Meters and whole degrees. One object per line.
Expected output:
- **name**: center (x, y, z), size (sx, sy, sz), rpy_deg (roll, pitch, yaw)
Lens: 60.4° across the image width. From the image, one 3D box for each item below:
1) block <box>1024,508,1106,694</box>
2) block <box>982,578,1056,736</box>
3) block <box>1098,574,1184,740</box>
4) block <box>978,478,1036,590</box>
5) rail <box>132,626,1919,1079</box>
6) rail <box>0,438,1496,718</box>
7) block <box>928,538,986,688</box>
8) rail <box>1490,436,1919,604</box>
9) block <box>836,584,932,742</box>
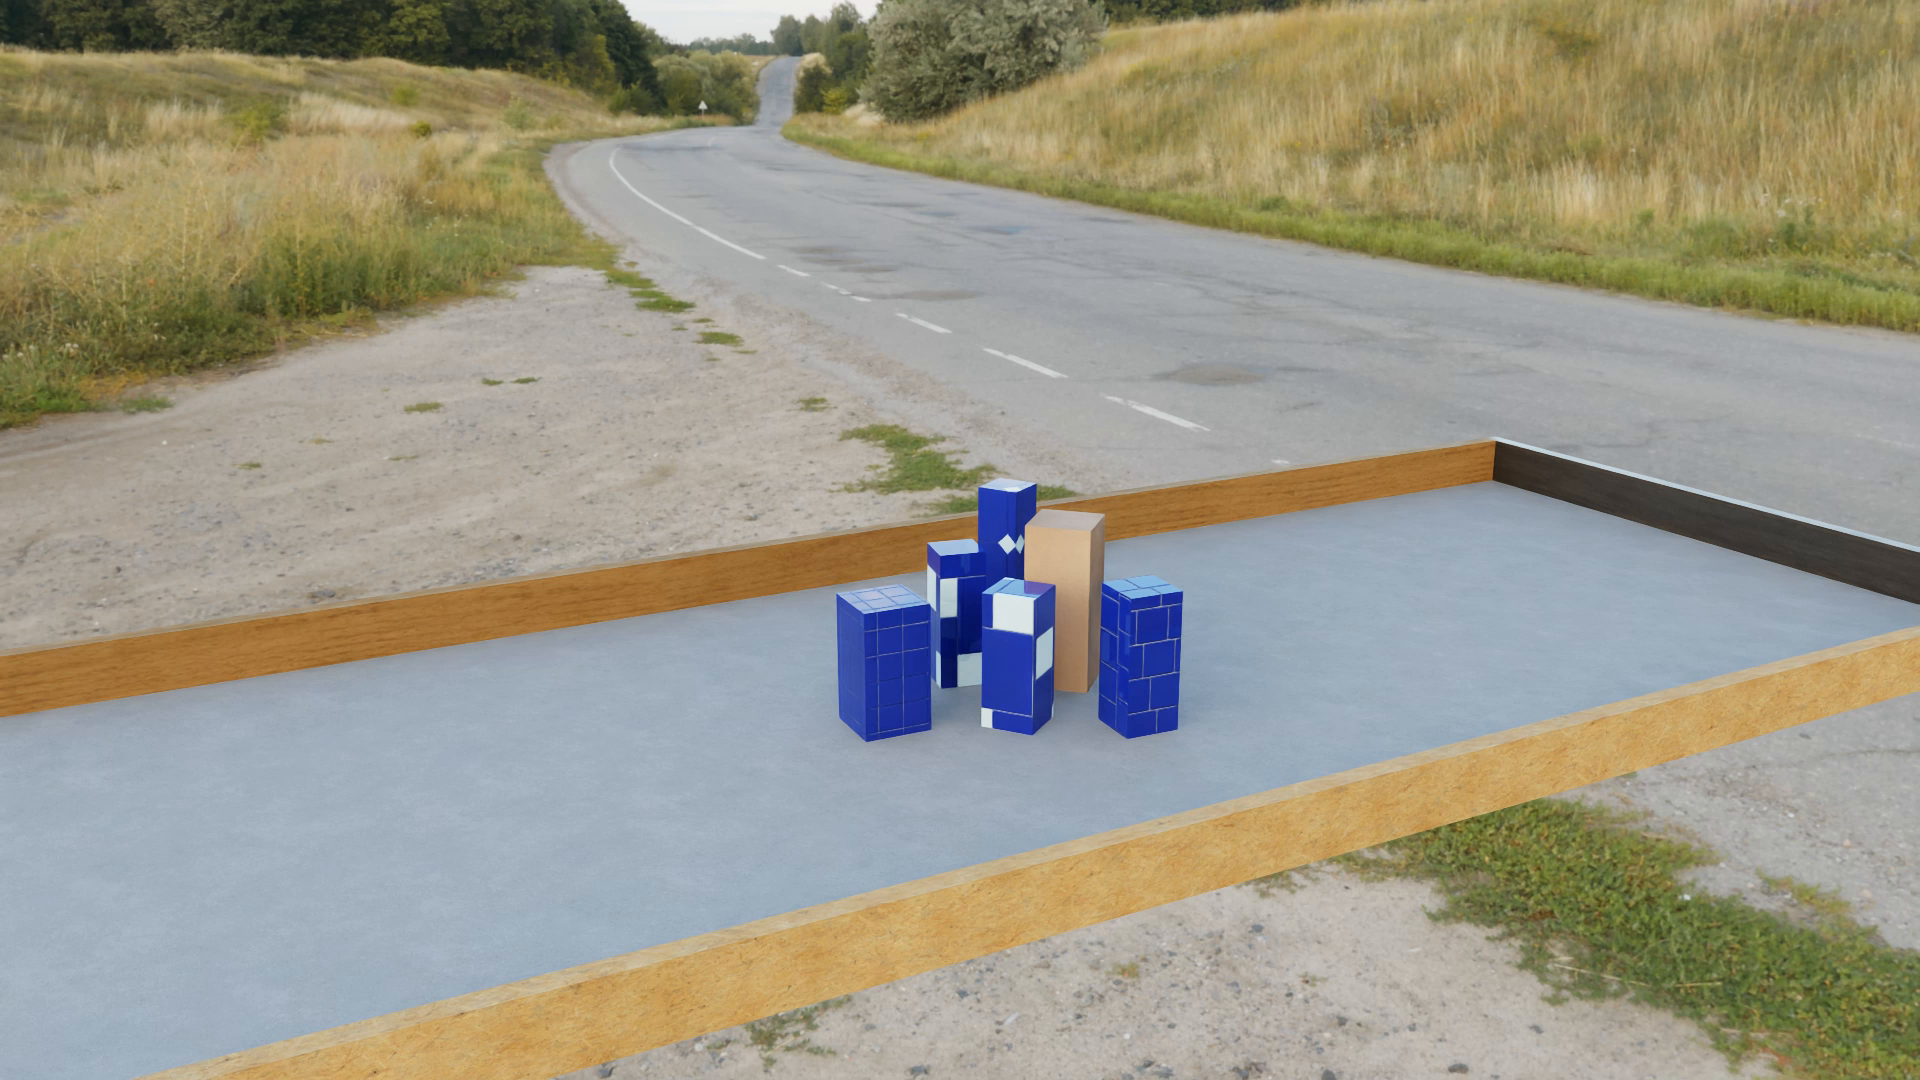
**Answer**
- **block**: center (0.260, 0.150, 4.107), size (0.163, 0.416, 0.163), rpy_deg (5, 17, 17)
- **block**: center (0.136, 0.270, 3.852), size (0.129, 0.329, 0.129), rpy_deg (8, 18, 24)
- **block**: center (0.418, 0.270, 3.833), size (0.136, 0.340, 0.136), rpy_deg (-7, 18, -23)
- **block**: center (0.124, 0.068, 4.348), size (0.111, 0.438, 0.111), rpy_deg (10, 19, 30)
- **rail**: center (-2.336, 1.006, 1.665), size (12.000, 0.150, 0.050), rpy_deg (-9, 18, -27)
- **rail**: center (-3.305, 0.497, 3.399), size (12.000, 0.150, 0.050), rpy_deg (-9, 18, -27)
- **block**: center (-0.008, 0.183, 4.120), size (0.118, 0.345, 0.118), rpy_deg (-5, 17, -16)
- **rail**: center (2.466, -0.048, 5.253), size (0.050, 0.150, 2.100), rpy_deg (-9, 18, -27)
- **block**: center (-0.177, 0.283, 3.841), size (0.165, 0.310, 0.165), rpy_deg (-8, 18, -25)
